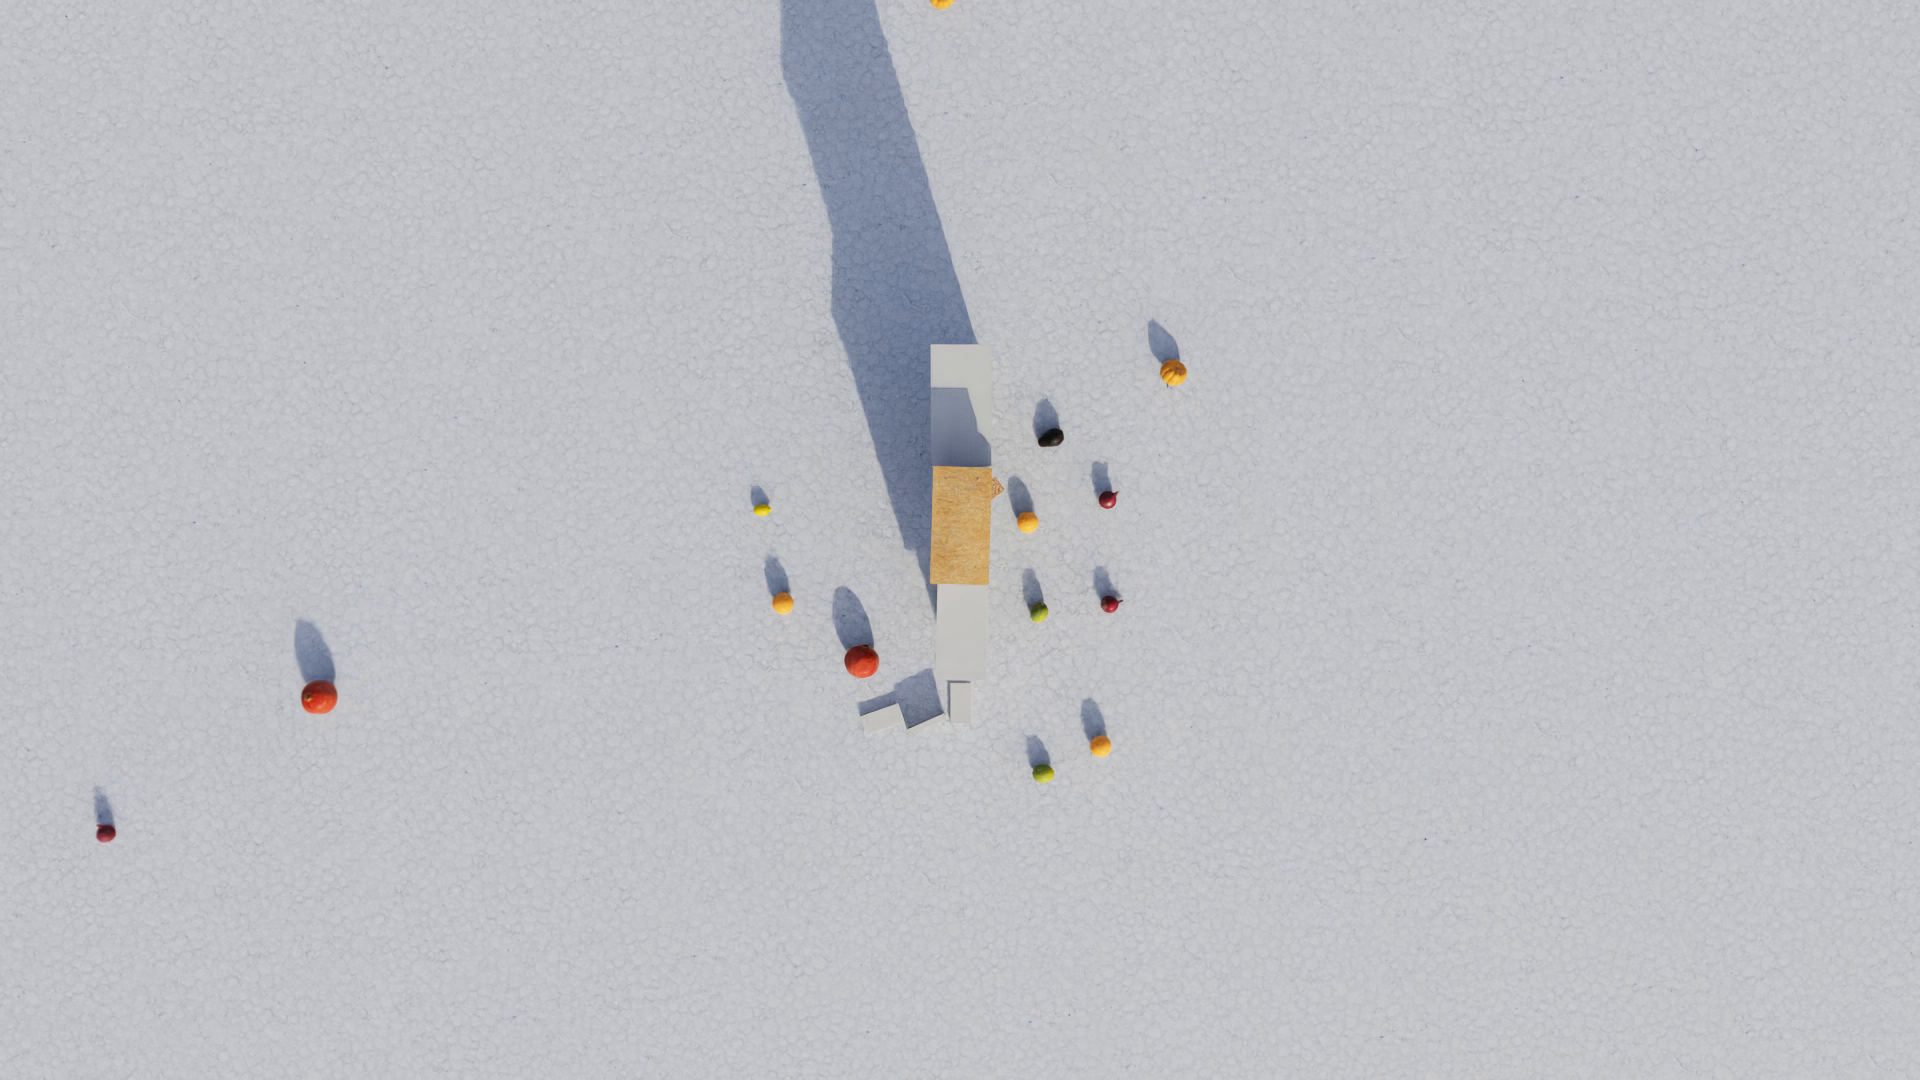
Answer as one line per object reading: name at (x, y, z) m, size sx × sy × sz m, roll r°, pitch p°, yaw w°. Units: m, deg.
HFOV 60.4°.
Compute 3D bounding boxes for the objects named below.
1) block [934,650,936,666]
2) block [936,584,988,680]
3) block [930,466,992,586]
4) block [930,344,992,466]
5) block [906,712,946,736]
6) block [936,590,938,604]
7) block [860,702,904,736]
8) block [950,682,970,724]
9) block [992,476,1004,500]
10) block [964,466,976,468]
block at (-0.002, 0.361, 5.176) m, size 0.152 × 0.329 × 0.043 m, roll -7°, pitch 90°, yaw 0°
block at (0.005, 0.270, 4.990) m, size 0.152 × 0.043 × 0.304 m, roll 2°, pitch 90°, yaw 0°
block at (0.003, -0.041, 4.758) m, size 0.169 × 0.048 × 0.338 m, roll 2°, pitch 90°, yaw 0°
block at (0.003, -0.396, 4.869) m, size 0.178 × 0.050 × 0.356 m, roll 0°, pitch 90°, yaw 0°
block at (-0.113, 0.608, 5.466) m, size 0.134 × 0.067 × 0.019 m, roll -24°, pitch 90°, yaw 0°
block at (0.005, 0.172, 5.165) m, size 0.152 × 0.304 × 0.043 m, roll -3°, pitch 90°, yaw 0°
block at (-0.257, 0.596, 5.491) m, size 0.134 × 0.019 × 0.067 m, roll -19°, pitch 90°, yaw 0°
block at (0.002, 0.543, 5.491) m, size 0.067 × 0.019 × 0.134 m, roll 0°, pitch 90°, yaw 0°
block at (0.048, -0.115, 4.951) m, size 0.169 × 0.338 × 0.048 m, roll -36°, pitch 90°, yaw 0°
block at (-0.005, -0.324, 5.266) m, size 0.109 × 0.031 × 0.219 m, roll 0°, pitch 90°, yaw 0°
